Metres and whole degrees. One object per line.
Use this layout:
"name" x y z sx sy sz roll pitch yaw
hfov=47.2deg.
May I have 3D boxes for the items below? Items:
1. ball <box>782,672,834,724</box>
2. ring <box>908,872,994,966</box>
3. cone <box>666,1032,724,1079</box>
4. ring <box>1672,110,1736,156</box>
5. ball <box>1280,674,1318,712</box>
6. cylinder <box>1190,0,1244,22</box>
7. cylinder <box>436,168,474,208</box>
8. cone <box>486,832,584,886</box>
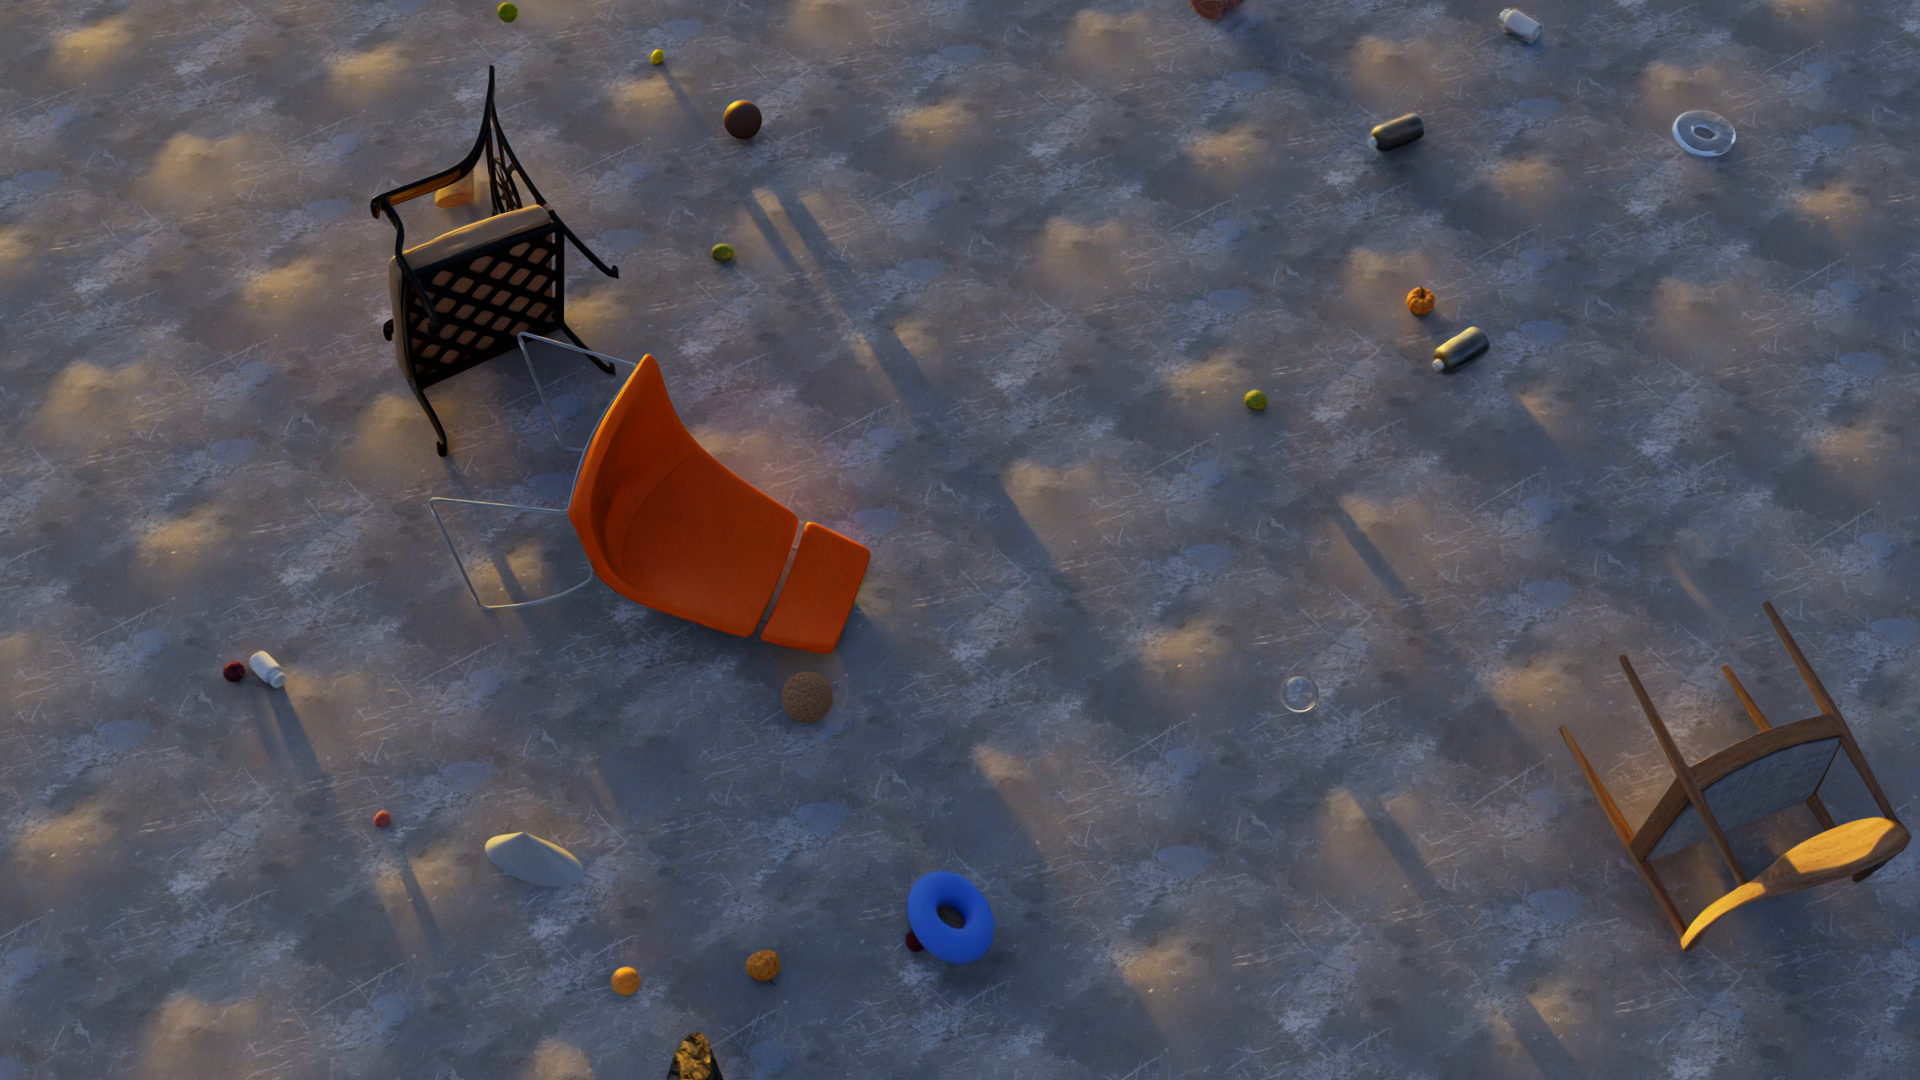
"ball" -0.430 0.442 6.189 0.146 0.146 0.146 0 56 0
"ring" -0.024 1.001 5.824 0.225 0.090 0.297 -4 43 -23
"cone" -0.644 1.381 5.600 0.121 0.194 0.232 23 79 -34
"ring" 2.528 -1.383 7.474 0.213 0.049 0.207 16 57 10
"ball" 0.959 0.433 6.218 0.109 0.109 0.109 0 56 0
"cylinder" 0.900 -1.946 7.790 0.122 0.137 0.191 -42 92 -24
"cylinder" -1.683 -1.174 7.324 0.130 0.058 0.113 -14 56 5
"cone" -1.160 0.824 5.918 0.291 0.170 0.128 17 58 11
